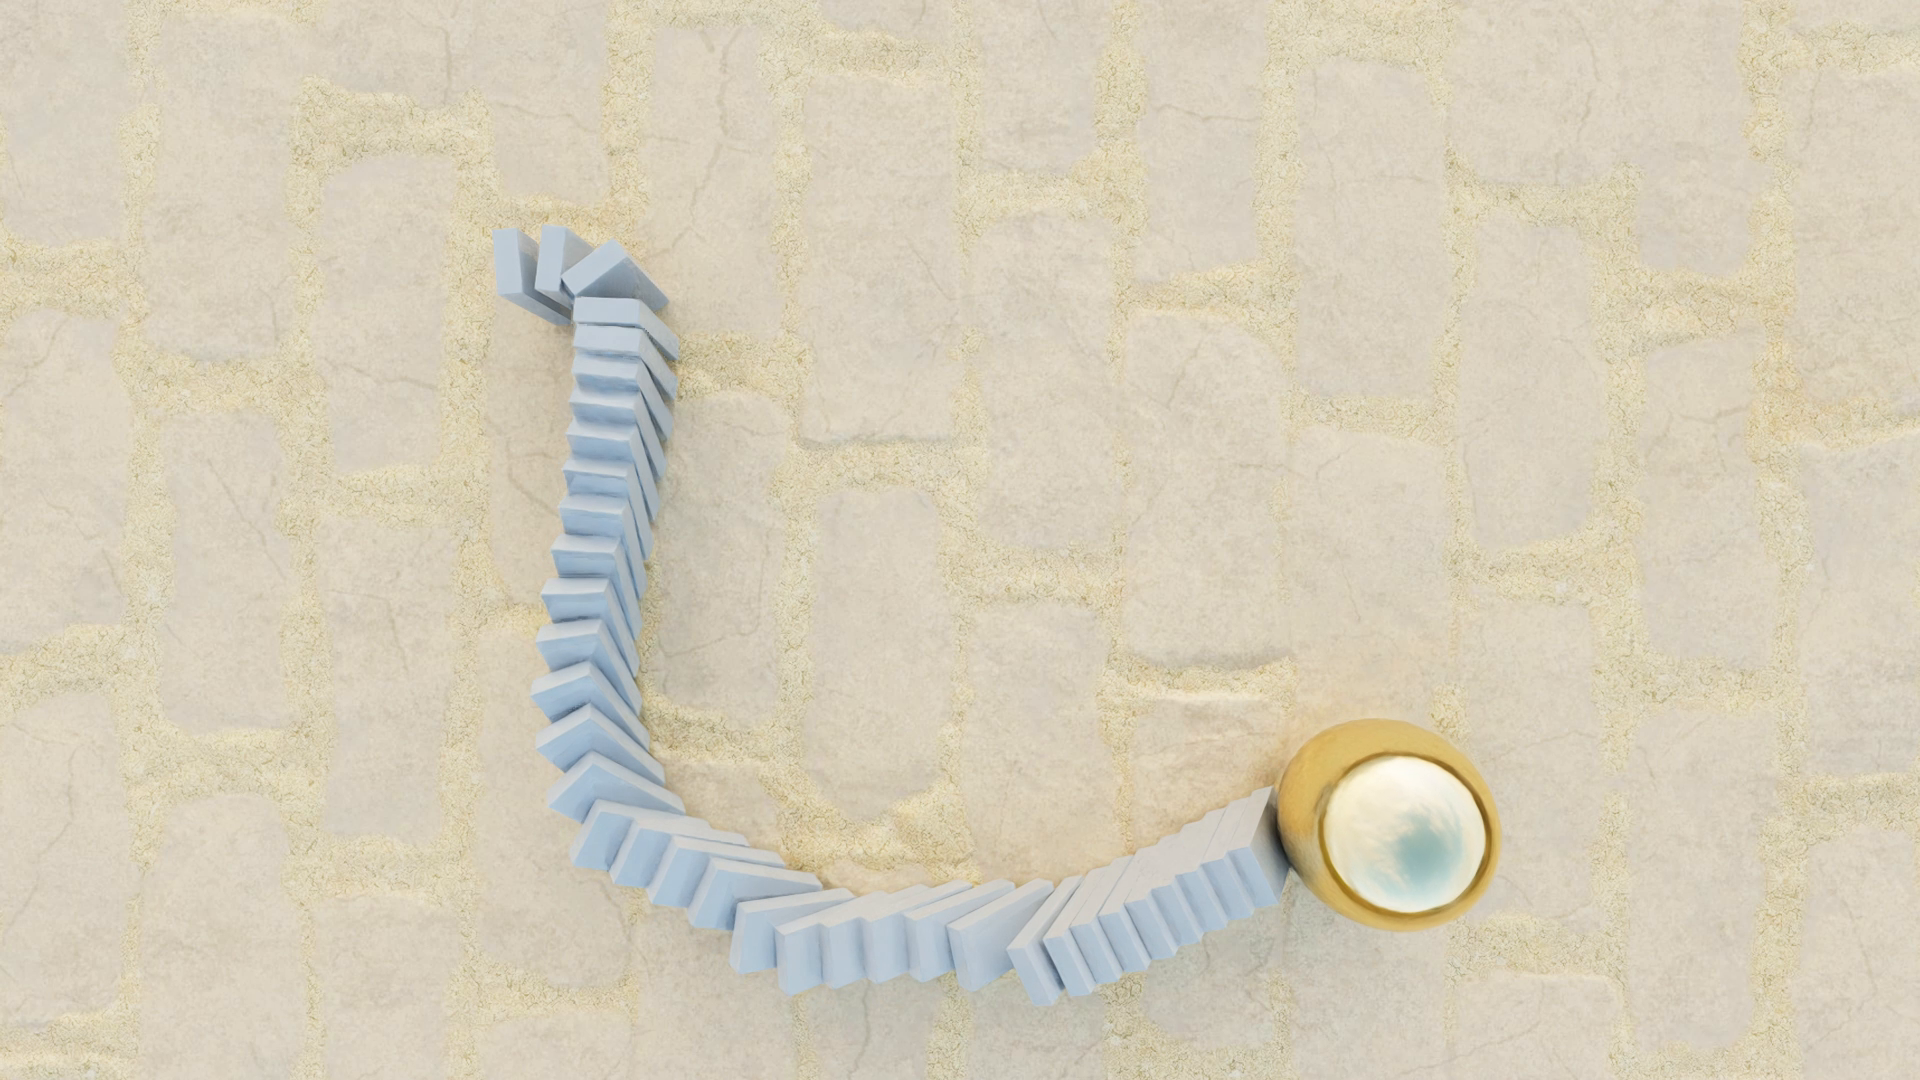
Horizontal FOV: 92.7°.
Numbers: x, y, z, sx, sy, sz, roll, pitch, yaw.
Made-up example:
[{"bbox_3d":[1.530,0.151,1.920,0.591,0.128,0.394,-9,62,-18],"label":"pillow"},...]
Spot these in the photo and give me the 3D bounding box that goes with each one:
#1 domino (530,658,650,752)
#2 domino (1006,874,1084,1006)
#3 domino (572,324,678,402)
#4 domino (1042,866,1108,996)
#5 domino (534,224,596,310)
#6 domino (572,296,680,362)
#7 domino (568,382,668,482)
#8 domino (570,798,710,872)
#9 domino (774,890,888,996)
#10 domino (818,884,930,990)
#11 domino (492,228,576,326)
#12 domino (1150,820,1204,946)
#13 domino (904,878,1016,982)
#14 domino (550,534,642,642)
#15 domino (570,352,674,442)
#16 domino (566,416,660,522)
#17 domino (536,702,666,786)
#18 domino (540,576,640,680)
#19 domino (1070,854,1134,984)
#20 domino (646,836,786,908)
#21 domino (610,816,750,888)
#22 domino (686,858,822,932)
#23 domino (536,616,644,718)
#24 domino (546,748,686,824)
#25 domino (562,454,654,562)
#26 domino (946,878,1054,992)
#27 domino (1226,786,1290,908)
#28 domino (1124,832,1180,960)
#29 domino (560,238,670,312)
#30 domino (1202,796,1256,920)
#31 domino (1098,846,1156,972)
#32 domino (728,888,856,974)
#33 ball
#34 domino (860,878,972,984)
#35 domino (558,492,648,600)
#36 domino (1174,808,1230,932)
[{"bbox_3d":[-0.153,0.074,0.381,0.025,0.009,0.050,-20,127,0],"label":"domino"},{"bbox_3d":[0.041,0.164,0.378,0.009,0.050,0.025,-26,90,39],"label":"domino"},{"bbox_3d":[-0.135,-0.072,0.375,0.025,0.050,0.009,6,77,0],"label":"domino"},{"bbox_3d":[0.054,0.160,0.377,0.010,0.050,0.025,-26,90,34],"label":"domino"},{"bbox_3d":[-0.156,-0.108,0.375,0.010,0.050,0.025,7,90,1],"label":"domino"},{"bbox_3d":[-0.135,-0.085,0.375,0.025,0.050,0.009,2,85,0],"label":"domino"},{"bbox_3d":[-0.139,-0.043,0.376,0.025,0.050,0.010,6,59,0],"label":"domino"},{"bbox_3d":[-0.132,0.126,0.381,0.050,0.010,0.025,26,93,-35],"label":"domino"},{"bbox_3d":[-0.051,0.167,0.381,0.050,0.010,0.025,-6,93,-35],"label":"domino"},{"bbox_3d":[-0.033,0.164,0.382,0.050,0.010,0.025,-6,91,-35],"label":"domino"},{"bbox_3d":[-0.173,-0.106,0.375,0.009,0.050,0.025,-5,90,0],"label":"domino"},{"bbox_3d":[0.095,0.140,0.376,0.009,0.050,0.025,-27,90,32],"label":"domino"},{"bbox_3d":[0.001,0.162,0.382,0.050,0.009,0.025,-6,90,-34],"label":"domino"},{"bbox_3d":[-0.150,0.020,0.380,0.025,0.010,0.050,4,130,0],"label":"domino"},{"bbox_3d":[-0.137,-0.058,0.375,0.025,0.050,0.010,6,68,0],"label":"domino"},{"bbox_3d":[-0.142,-0.028,0.377,0.025,0.050,0.009,7,52,0],"label":"domino"},{"bbox_3d":[-0.148,0.091,0.381,0.025,0.010,0.050,-30,128,0],"label":"domino"},{"bbox_3d":[-0.152,0.038,0.381,0.025,0.010,0.050,-2,129,0],"label":"domino"},{"bbox_3d":[0.064,0.155,0.377,0.010,0.050,0.025,-26,90,33],"label":"domino"},{"bbox_3d":[-0.101,0.140,0.382,0.050,0.010,0.025,24,91,-35],"label":"domino"},{"bbox_3d":[-0.116,0.133,0.381,0.050,0.010,0.025,24,92,-35],"label":"domino"},{"bbox_3d":[-0.085,0.150,0.382,0.050,0.010,0.025,25,90,-34],"label":"domino"},{"bbox_3d":[-0.153,0.055,0.381,0.025,0.009,0.050,-9,128,0],"label":"domino"},{"bbox_3d":[-0.142,0.109,0.381,0.025,0.009,0.050,-44,127,0],"label":"domino"},{"bbox_3d":[-0.144,-0.013,0.379,0.025,0.050,0.009,7,47,0],"label":"domino"},{"bbox_3d":[0.020,0.163,0.382,0.050,0.009,0.025,-12,91,-35],"label":"domino"},{"bbox_3d":[0.125,0.125,0.376,0.009,0.050,0.025,-27,90,32],"label":"domino"},{"bbox_3d":[0.085,0.145,0.376,0.010,0.050,0.025,-27,90,32],"label":"domino"},{"bbox_3d":[-0.139,-0.102,0.374,0.025,0.050,0.009,-37,86,-2],"label":"domino"},{"bbox_3d":[0.115,0.130,0.376,0.009,0.050,0.025,-27,90,32],"label":"domino"},{"bbox_3d":[0.075,0.150,0.376,0.009,0.050,0.025,-26,90,33],"label":"domino"},{"bbox_3d":[-0.069,0.162,0.381,0.050,0.010,0.025,7,92,-36],"label":"domino"},{"bbox_3d":[0.166,0.110,0.360,0.080,0.080,0.080,0,90,0],"label":"ball"},{"bbox_3d":[-0.017,0.162,0.382,0.050,0.009,0.025,-6,90,-35],"label":"domino"},{"bbox_3d":[-0.147,0.003,0.380,0.025,0.010,0.050,7,133,0],"label":"domino"},{"bbox_3d":[0.105,0.134,0.376,0.009,0.050,0.025,-27,90,32],"label":"domino"}]
